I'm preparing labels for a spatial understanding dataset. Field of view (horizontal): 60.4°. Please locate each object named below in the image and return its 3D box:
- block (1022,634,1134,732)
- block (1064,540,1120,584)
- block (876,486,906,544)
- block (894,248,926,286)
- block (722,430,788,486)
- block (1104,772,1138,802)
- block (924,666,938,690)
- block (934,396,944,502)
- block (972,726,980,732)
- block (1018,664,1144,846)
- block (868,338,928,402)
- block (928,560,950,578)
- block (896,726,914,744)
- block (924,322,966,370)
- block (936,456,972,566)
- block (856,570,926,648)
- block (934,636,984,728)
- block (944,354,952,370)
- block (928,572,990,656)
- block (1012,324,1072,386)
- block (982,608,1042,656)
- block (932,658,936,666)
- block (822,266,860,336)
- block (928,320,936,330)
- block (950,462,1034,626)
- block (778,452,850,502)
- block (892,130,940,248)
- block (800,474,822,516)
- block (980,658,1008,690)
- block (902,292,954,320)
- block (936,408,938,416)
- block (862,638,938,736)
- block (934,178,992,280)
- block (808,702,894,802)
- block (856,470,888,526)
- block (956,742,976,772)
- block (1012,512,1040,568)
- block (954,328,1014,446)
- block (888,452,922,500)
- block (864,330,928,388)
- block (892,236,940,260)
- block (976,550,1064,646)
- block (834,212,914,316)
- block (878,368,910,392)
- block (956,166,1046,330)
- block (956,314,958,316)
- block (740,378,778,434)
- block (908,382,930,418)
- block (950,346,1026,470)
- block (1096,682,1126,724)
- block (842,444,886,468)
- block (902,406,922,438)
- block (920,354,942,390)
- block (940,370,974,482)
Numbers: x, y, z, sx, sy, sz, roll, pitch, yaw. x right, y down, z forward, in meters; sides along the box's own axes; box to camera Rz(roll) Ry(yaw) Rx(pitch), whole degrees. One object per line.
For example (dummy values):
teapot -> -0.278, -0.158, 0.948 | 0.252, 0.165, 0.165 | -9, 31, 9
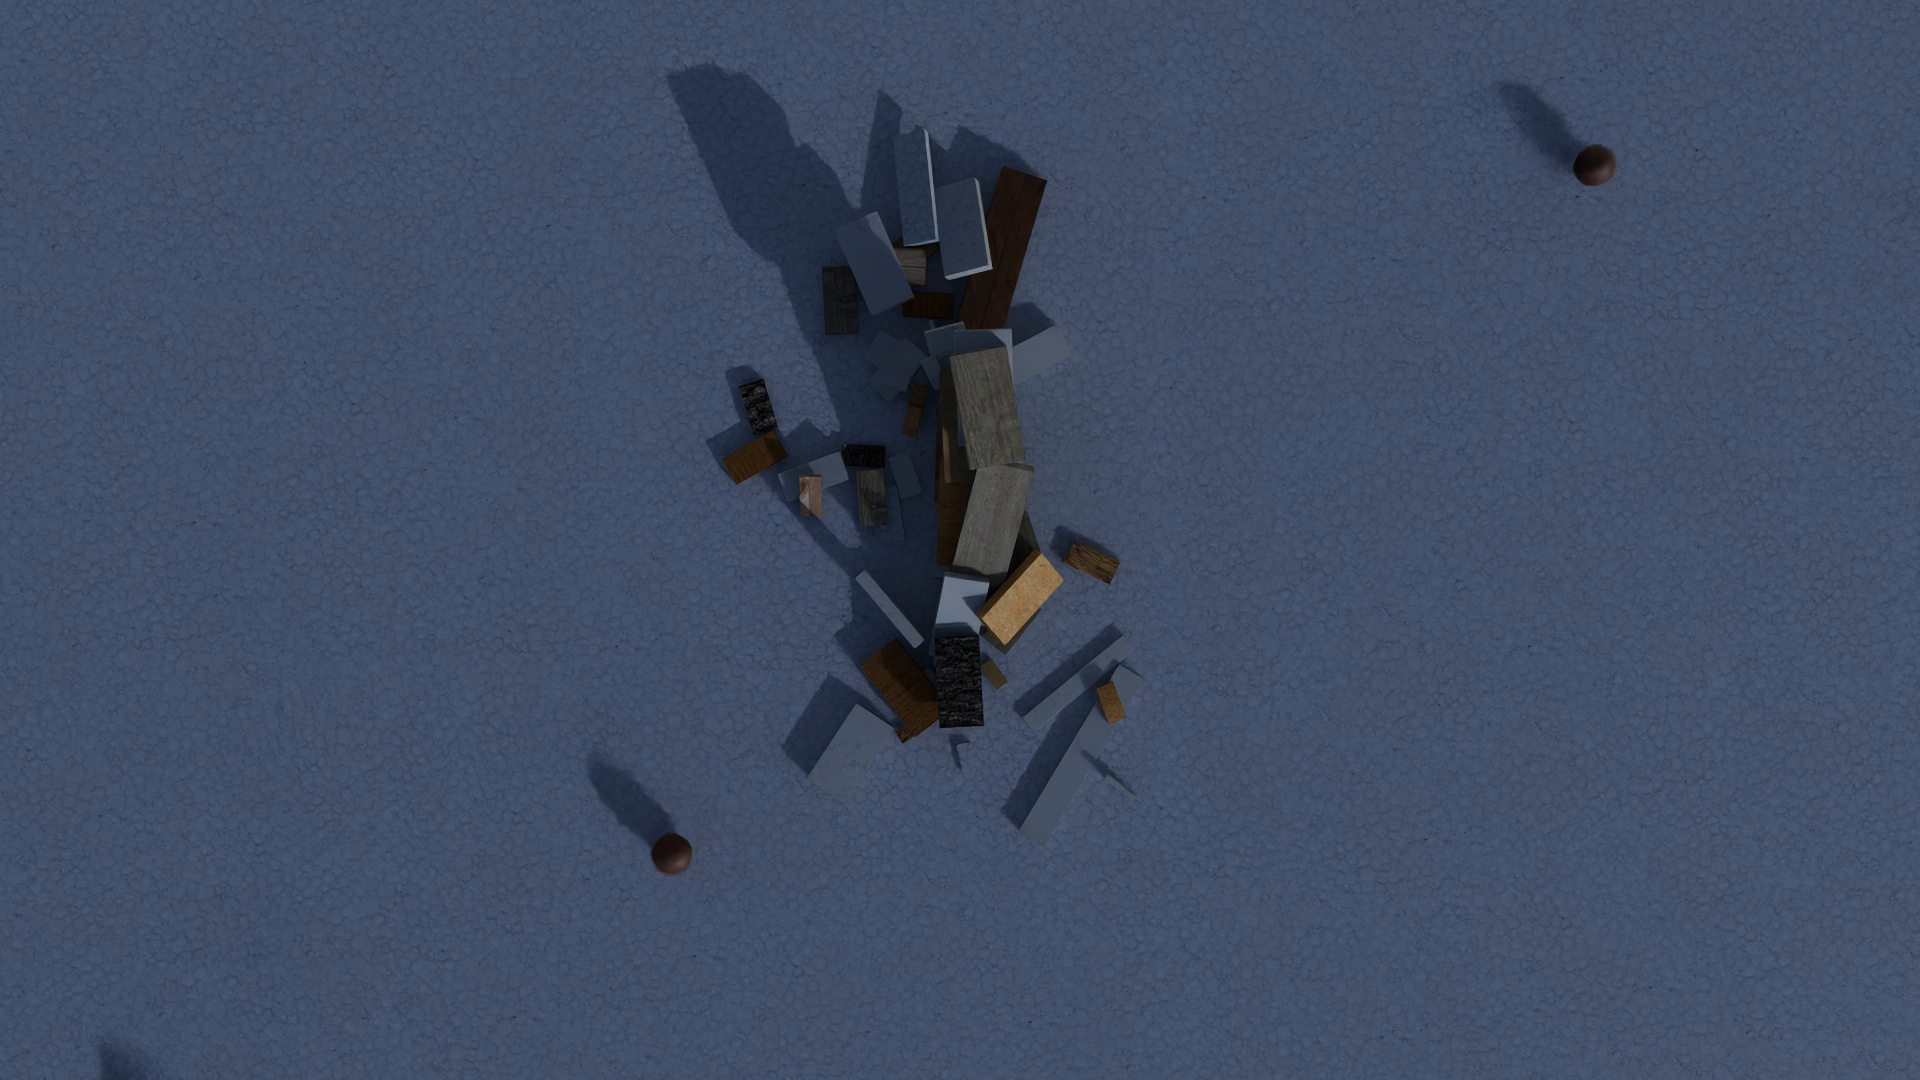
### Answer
block -> 0.395, 0.477, 5.491 | 0.433, 0.018, 0.063 | -39, 90, 0
block -> 0.439, 0.074, 5.488 | 0.167, 0.024, 0.084 | 25, 90, 0
block -> -0.241, -0.084, 5.487 | 0.092, 0.026, 0.184 | -9, 90, 0
block -> -0.227, -0.907, 5.453 | 0.229, 0.032, 0.114 | 4, 90, 0
block -> -0.682, -0.274, 5.486 | 0.195, 0.028, 0.098 | -30, 90, 0
block -> 0.531, 0.819, 5.469 | 0.125, 0.063, 0.018 | 38, 90, 0
block -> -0.055, 0.496, 5.456 | 0.025, 0.088, 0.176 | -36, 90, 0
block -> 0.010, -0.290, 5.393 | 0.178, 0.050, 0.356 | 2, 117, -2
block -> 0.034, 0.539, 5.456 | 0.025, 0.088, 0.176 | -12, 90, 0
block -> 0.403, 0.714, 5.486 | 0.097, 0.028, 0.645 | 31, 90, 0
block -> -0.205, -0.562, 5.455 | 0.098, 0.028, 0.195 | 40, 90, 0
block -> -0.054, 0.100, 5.480 | 0.103, 0.015, 0.051 | 6, 90, 14
block -> -0.164, 0.633, 5.493 | 0.095, 0.013, 0.047 | -32, 90, 0
block -> -0.018, -0.563, 5.318 | 0.129, 0.037, 0.258 | -14, 110, 7
block -> 0.018, -0.092, 5.413 | 0.178, 0.050, 0.356 | 2, 110, -1
block -> -0.228, 0.224, 5.425 | 0.042, 0.149, 0.299 | -40, 90, 0
block -> -0.002, 0.463, 5.392 | 0.146, 0.041, 0.292 | -3, 90, 0
block -> -0.027, -0.548, 5.287 | 0.049, 0.014, 0.098 | -2, 106, -10
block -> -0.004, 0.252, 5.406 | 0.146, 0.041, 0.292 | 9, 114, -6
block -> 0.243, -0.610, 5.475 | 0.229, 0.032, 0.114 | -28, 92, -3
block -> 0.173, 0.277, 5.486 | 0.097, 0.028, 0.194 | 39, 90, 0
block -> -0.034, 0.468, 5.456 | 0.025, 0.088, 0.175 | -31, 90, 0
block -> -0.397, -0.796, 5.484 | 0.110, 0.031, 0.221 | -3, 90, 0
block -> -0.080, -0.677, 5.474 | 0.015, 0.053, 0.105 | -20, 90, 0
block -> 0.083, 0.009, 5.352 | 0.180, 0.051, 0.567 | 11, 113, -7
block -> -0.485, -0.211, 5.475 | 0.219, 0.028, 0.098 | -20, 90, 6
block -> -0.146, -1.160, 5.447 | 0.114, 0.032, 0.371 | -8, 84, 20
block -> -0.494, -0.147, 5.457 | 0.072, 0.020, 0.143 | 0, 116, -4
block -> 0.113, 0.447, 5.493 | 0.047, 0.013, 0.095 | -36, 90, 0
block -> -0.106, -0.782, 5.488 | 0.167, 0.024, 0.084 | 3, 90, 0
block -> 0.015, -0.512, 5.408 | 0.129, 0.037, 0.258 | 13, 123, -6
block -> -0.179, 0.489, 5.471 | 0.149, 0.042, 0.299 | -38, 87, 0
block -> 0.006, -1.024, 5.429 | 0.153, 0.043, 0.306 | -12, 79, 17
block -> -0.363, 0.706, 5.479 | 0.149, 0.042, 0.299 | 33, 90, 0
block -> -0.289, -0.140, 5.461 | 0.092, 0.026, 0.184 | -4, 90, 0
block -> 0.021, 0.723, 5.493 | 0.047, 0.013, 0.095 | -13, 90, 0
block -> 0.208, 0.012, 5.486 | 0.097, 0.028, 0.194 | -19, 90, 0
block -> 0.077, -0.479, 5.177 | 0.180, 0.051, 0.360 | -3, 102, -1
block -> -0.182, -0.215, 5.490 | 0.072, 0.020, 0.143 | -19, 90, 0
block -> -0.196, -0.596, 5.484 | 0.221, 0.031, 0.110 | 29, 90, 0
block -> -0.176, -0.951, 5.484 | 0.221, 0.031, 0.110 | -40, 90, 0
block -> 0.196, 0.188, 5.409 | 0.292, 0.041, 0.146 | -47, 126, -10
block -> -0.281, -0.906, 5.415 | 0.153, 0.043, 0.306 | -24, 90, 0
block -> -0.217, -0.526, 5.434 | 0.098, 0.014, 0.049 | 18, 90, 0
block -> 0.111, -0.870, 5.454 | 0.153, 0.043, 0.713 | 17, 88, -9
block -> 0.014, -0.693, 5.491 | 0.059, 0.017, 0.119 | 3, 90, 0
block -> -0.670, -0.443, 5.488 | 0.084, 0.024, 0.167 | -17, 90, 0
block -> -0.139, -0.464, 5.473 | 0.053, 0.015, 0.105 | 16, 112, 0
block -> 0.086, -0.412, 5.139 | 0.180, 0.051, 0.360 | -10, 102, 1
block -> 0.500, 0.540, 5.464 | 0.063, 0.018, 0.125 | -20, 90, 0
block -> -0.321, -0.280, 5.490 | 0.143, 0.020, 0.072 | 3, 90, 0
block -> -0.159, -0.395, 5.480 | 0.049, 0.014, 0.098 | 13, 105, 0
block -> -0.080, -0.539, 5.301 | 0.053, 0.015, 0.105 | -23, 109, 10
block -> 0.031, -0.368, 5.278 | 0.178, 0.050, 0.356 | -3, 102, -1
